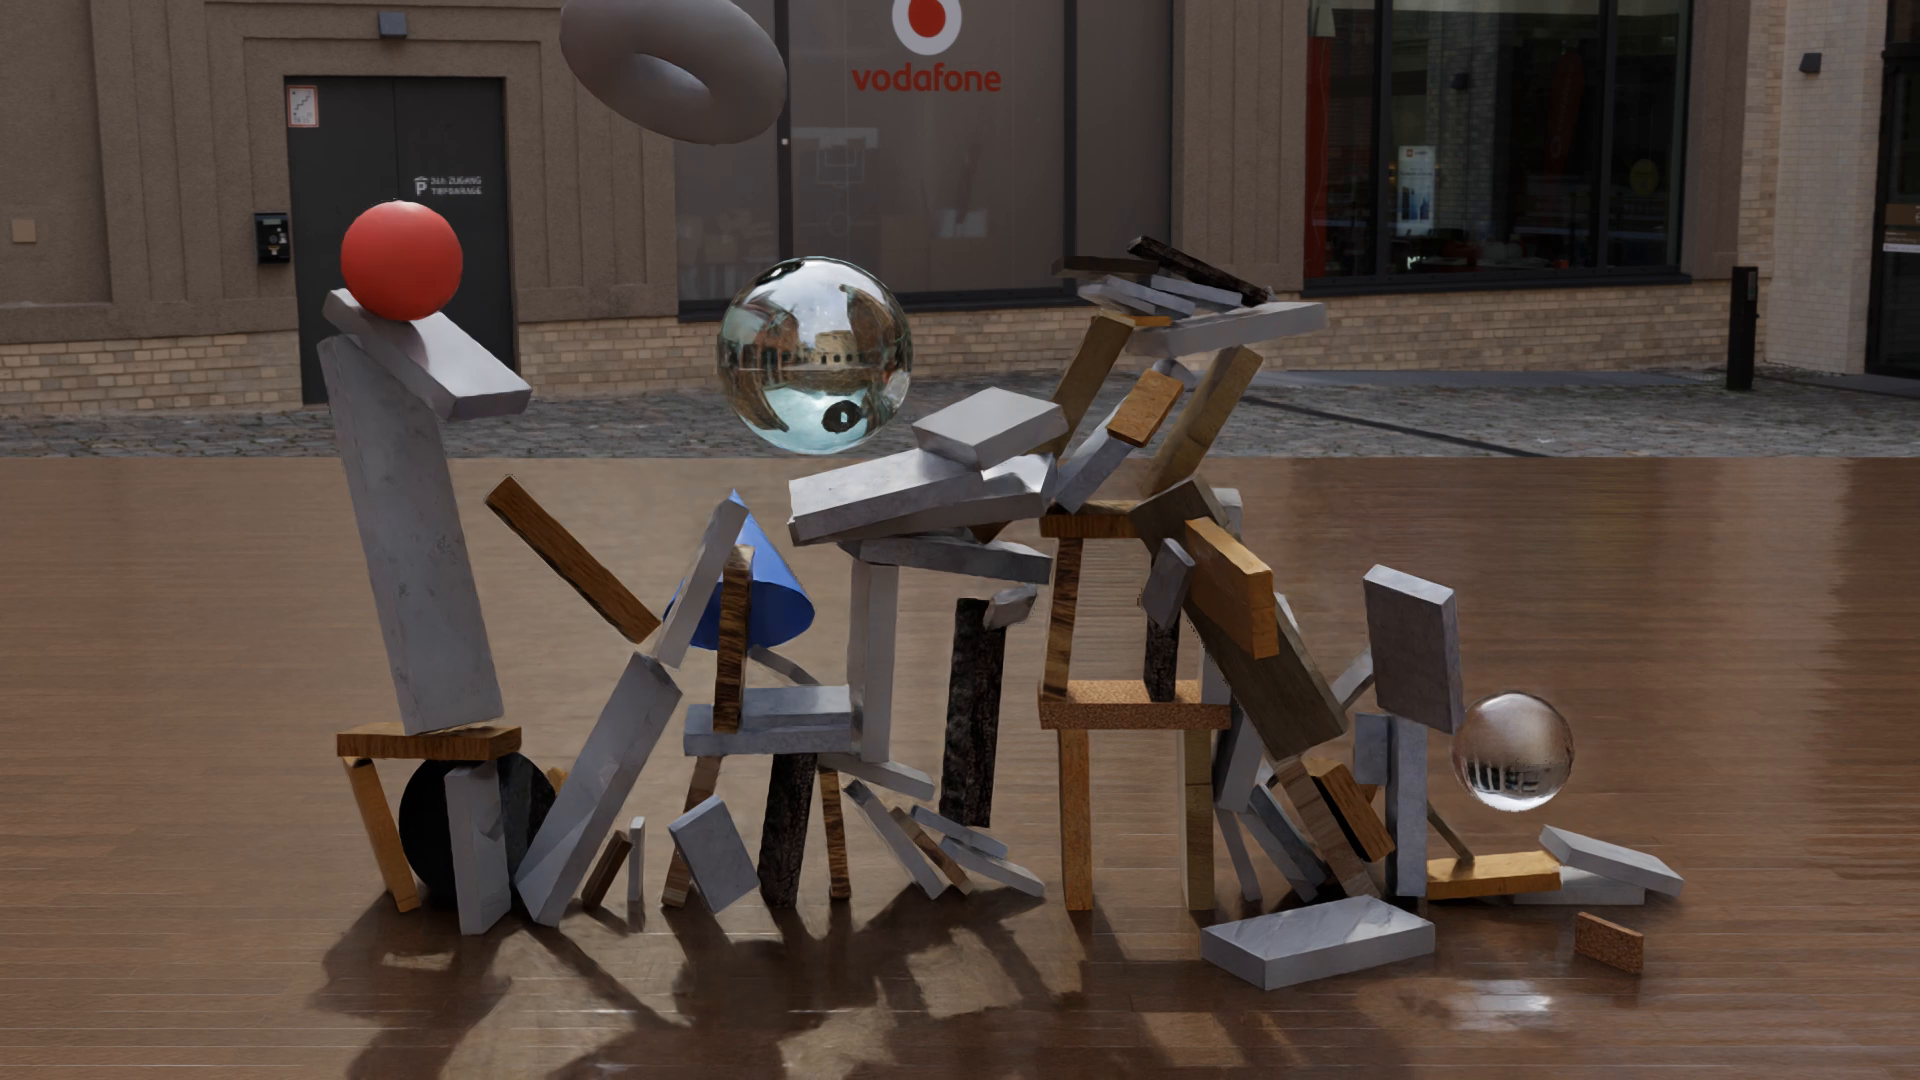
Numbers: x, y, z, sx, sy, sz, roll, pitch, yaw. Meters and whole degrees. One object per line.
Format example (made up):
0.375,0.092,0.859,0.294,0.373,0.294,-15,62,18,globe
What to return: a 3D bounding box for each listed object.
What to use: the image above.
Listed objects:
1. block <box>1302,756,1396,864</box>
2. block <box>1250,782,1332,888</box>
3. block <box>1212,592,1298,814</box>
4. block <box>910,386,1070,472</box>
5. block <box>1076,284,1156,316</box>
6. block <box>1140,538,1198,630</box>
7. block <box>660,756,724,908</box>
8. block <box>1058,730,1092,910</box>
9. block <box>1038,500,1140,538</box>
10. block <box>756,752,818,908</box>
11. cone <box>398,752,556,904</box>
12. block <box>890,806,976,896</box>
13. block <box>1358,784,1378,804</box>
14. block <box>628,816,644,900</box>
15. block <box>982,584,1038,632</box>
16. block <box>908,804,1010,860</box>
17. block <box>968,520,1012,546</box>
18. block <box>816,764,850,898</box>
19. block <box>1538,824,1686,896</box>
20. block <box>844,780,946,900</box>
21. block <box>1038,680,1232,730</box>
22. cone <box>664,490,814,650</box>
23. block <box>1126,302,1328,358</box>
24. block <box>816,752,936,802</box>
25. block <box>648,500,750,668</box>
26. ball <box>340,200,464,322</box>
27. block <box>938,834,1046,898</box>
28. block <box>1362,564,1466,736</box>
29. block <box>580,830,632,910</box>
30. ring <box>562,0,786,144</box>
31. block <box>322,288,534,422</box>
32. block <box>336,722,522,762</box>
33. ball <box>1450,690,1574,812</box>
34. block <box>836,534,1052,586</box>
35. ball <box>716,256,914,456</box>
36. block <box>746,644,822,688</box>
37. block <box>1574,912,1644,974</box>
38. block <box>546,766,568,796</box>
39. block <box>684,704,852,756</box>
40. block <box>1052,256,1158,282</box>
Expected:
0.646,0.455,3.741,0.046,0.163,0.327,-32,-3,-3,block
0.551,0.494,3.685,0.027,0.191,0.095,-37,-11,8,block
0.470,0.259,3.550,0.046,0.323,0.162,12,17,-4,block
0.043,-0.176,3.436,0.151,0.043,0.301,-26,16,-14,block
0.244,-0.374,3.435,0.115,0.016,0.058,16,-7,-35,block
0.301,0.064,3.182,0.018,0.124,0.062,-12,46,-32,block
-0.436,0.456,3.627,0.038,0.267,0.134,15,16,-4,block
0.190,0.440,3.638,0.043,0.304,0.152,-2,11,0,block
0.262,-0.033,3.548,0.265,0.038,0.133,0,10,0,block
-0.287,0.456,3.633,0.038,0.267,0.134,5,11,-18,block
-0.859,0.512,3.750,0.278,0.278,0.278,-7,-14,-33,cone
-0.048,0.517,3.657,0.024,0.167,0.084,-44,15,-8,block
0.704,0.383,3.748,0.017,0.117,0.059,8,-27,40,block
-0.538,0.529,3.654,0.018,0.124,0.062,3,10,-2,block
0.080,0.109,3.533,0.070,0.020,0.140,-15,-17,-12,block
-0.003,0.489,3.688,0.167,0.024,0.084,25,-6,-6,block
0.059,-0.039,3.629,0.095,0.048,0.014,-42,13,-16,block
-0.212,0.480,3.661,0.030,0.211,0.105,-7,7,-7,block
1.080,0.532,3.646,0.213,0.030,0.107,17,10,-13,block
-0.109,0.496,3.646,0.030,0.211,0.105,-39,19,-11,block
0.283,0.269,3.604,0.304,0.043,0.152,0,11,0,block
-0.384,0.020,3.779,0.254,0.254,0.254,-4,-30,-2,cone
0.423,-0.337,3.510,0.288,0.041,0.144,-12,11,-21,block
-0.150,0.379,3.664,0.211,0.030,0.105,21,2,-12,block
-0.415,0.071,3.496,0.039,0.274,0.137,25,-7,-10,block
-0.884,-0.441,3.483,0.190,0.190,0.190,0,11,0,ball
0.053,0.542,3.656,0.167,0.024,0.084,26,1,-21,block
0.638,0.155,3.083,0.123,0.247,0.035,21,50,37,block
-0.581,0.542,3.613,0.018,0.124,0.062,29,0,-21,block
-0.465,-0.778,3.565,0.385,0.128,0.385,17,-18,6,ring
-0.853,-0.302,3.521,0.324,0.046,0.162,38,27,24,block
-0.852,0.323,3.536,0.258,0.037,0.129,1,4,11,block
0.908,0.347,3.618,0.199,0.199,0.199,0,11,0,ball
-0.027,0.020,3.656,0.325,0.046,0.162,8,6,-17,block
-0.219,-0.278,3.317,0.299,0.299,0.299,0,11,0,ball
-0.287,0.226,3.692,0.086,0.024,0.173,24,-11,24,block
0.993,0.616,3.366,0.017,0.059,0.118,-6,12,-32,block
-0.657,0.448,3.731,0.018,0.124,0.062,-33,-26,4,block
-0.312,0.307,3.587,0.267,0.038,0.134,-1,16,-3,block
0.227,-0.426,3.458,0.152,0.022,0.076,2,-3,-12,block
